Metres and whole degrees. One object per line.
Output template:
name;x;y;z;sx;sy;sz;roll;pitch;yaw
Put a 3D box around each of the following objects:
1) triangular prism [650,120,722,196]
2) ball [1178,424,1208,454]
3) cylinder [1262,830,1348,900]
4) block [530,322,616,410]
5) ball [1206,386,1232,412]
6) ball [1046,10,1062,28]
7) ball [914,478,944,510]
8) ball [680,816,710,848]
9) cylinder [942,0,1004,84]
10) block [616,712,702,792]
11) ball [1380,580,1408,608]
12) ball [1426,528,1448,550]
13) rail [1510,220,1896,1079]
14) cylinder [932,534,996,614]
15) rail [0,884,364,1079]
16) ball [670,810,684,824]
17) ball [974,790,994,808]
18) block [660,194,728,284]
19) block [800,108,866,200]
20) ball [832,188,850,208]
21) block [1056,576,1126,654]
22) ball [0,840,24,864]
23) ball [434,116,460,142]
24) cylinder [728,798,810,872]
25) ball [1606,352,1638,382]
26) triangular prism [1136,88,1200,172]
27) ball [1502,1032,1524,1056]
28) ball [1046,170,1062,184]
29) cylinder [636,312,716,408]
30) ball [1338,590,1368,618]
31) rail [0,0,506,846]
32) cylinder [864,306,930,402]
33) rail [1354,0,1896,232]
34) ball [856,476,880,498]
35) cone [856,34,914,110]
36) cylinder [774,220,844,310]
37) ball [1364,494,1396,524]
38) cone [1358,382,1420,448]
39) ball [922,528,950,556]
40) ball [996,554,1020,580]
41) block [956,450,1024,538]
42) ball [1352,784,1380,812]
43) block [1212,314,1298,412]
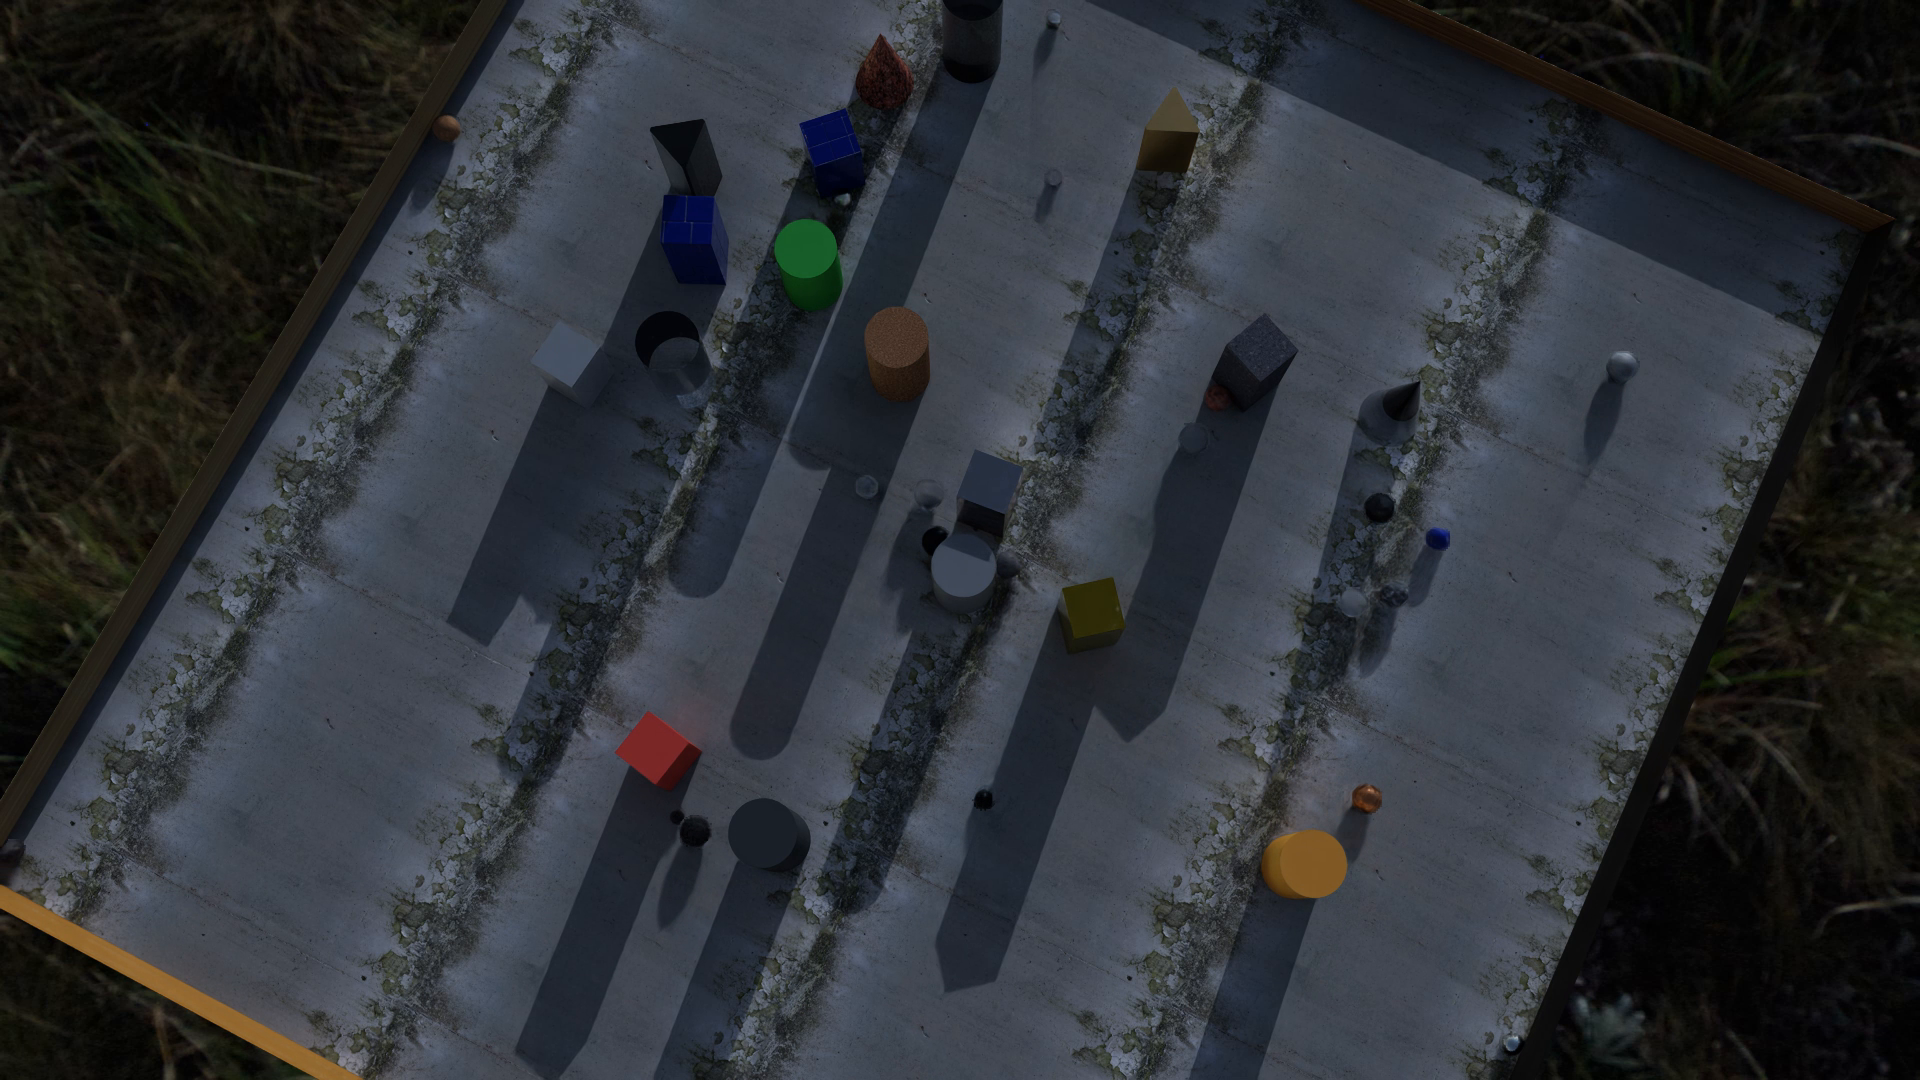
triangular prism;-0.815;-1.164;5.645;0.141;0.415;0.163;-40;81;-7
ball;0.717;-0.311;5.634;0.092;0.092;0.092;0;78;0
cylinder;0.984;0.933;5.258;0.188;0.324;0.188;0;78;0
block;-1.181;-0.530;5.601;0.150;0.245;0.150;31;80;6
ball;0.800;-0.435;5.664;0.083;0.083;0.083;0;78;0
ball;0.306;-1.688;5.939;0.052;0.052;0.052;0;78;0
ball;-0.096;-0.141;5.598;0.094;0.094;0.094;0;78;0
ball;-0.778;0.859;5.393;0.089;0.089;0.089;0;78;0
cylinder;0.038;-1.610;5.734;0.188;0.422;0.188;0;78;0
block;-0.877;0.619;5.347;0.150;0.277;0.150;37;81;7
ball;1.313;0.163;5.542;0.081;0.081;0.081;0;78;0
ball;1.454;-0.005;5.582;0.069;0.069;0.069;0;78;0
rail;1.903;0.938;5.359;0.045;0.122;4.418;26;80;5
cylinder;0.010;0.103;5.446;0.188;0.293;0.188;0;78;0
rail;-0.977;1.921;5.156;4.302;0.122;0.045;26;80;5
ball;-0.838;0.819;5.426;0.041;0.041;0.041;0;78;0
ball;0.071;0.767;5.430;0.054;0.054;0.054;0;78;0
block;-0.811;-0.917;5.624;0.150;0.356;0.150;2;78;0
block;-0.398;-1.206;5.734;0.150;0.257;0.150;-19;79;-4
ball;-0.376;-1.085;5.811;0.058;0.058;0.058;0;78;0
block;0.383;0.227;5.403;0.150;0.326;0.150;-12;79;-3
ball;-2.790;0.918;5.393;0.066;0.066;0.066;0;78;0
ball;-1.636;-1.312;5.845;0.083;0.083;0.083;0;78;0
cylinder;-0.536;0.843;5.206;0.188;0.463;0.188;0;78;0
ball;2.053;-0.537;5.681;0.090;0.090;0.090;0;78;0
triangular prism;0.650;-1.282;5.724;0.163;0.308;0.141;4;78;1
ball;1.594;1.453;5.283;0.065;0.065;0.065;0;78;0
ball;0.300;-1.155;5.831;0.048;0.048;0.048;0;78;0
cylinder;-0.854;-0.539;5.531;0.188;0.386;0.188;0;78;0
ball;1.188;0.192;5.532;0.088;0.088;0.088;0;78;0
rail;-1.903;-0.925;5.744;0.045;0.122;4.418;26;80;5
cylinder;-0.187;-0.557;5.546;0.188;0.364;0.188;0;78;0
rail;0.977;-1.908;5.948;4.302;0.122;0.045;26;80;5
ball;-0.284;-0.162;5.614;0.071;0.071;0.071;0;78;0
cone;-0.243;-1.512;5.756;0.188;0.339;0.188;0;78;0
cylinder;-0.462;-0.843;5.637;0.188;0.301;0.188;0;78;0
ball;1.280;-0.096;5.589;0.092;0.092;0.092;0;78;0
cone;1.333;-0.420;5.499;0.188;0.401;0.188;0;78;0
ball;-0.073;0.006;5.571;0.086;0.086;0.086;0;78;0
ball;0.144;0.079;5.560;0.079;0.079;0.079;0;78;0
block;0.087;-0.135;5.472;0.150;0.337;0.150;21;79;4
ball;1.199;0.763;5.415;0.085;0.085;0.085;0;78;0
block;0.890;-0.533;5.555;0.150;0.337;0.150;-39;81;-7
